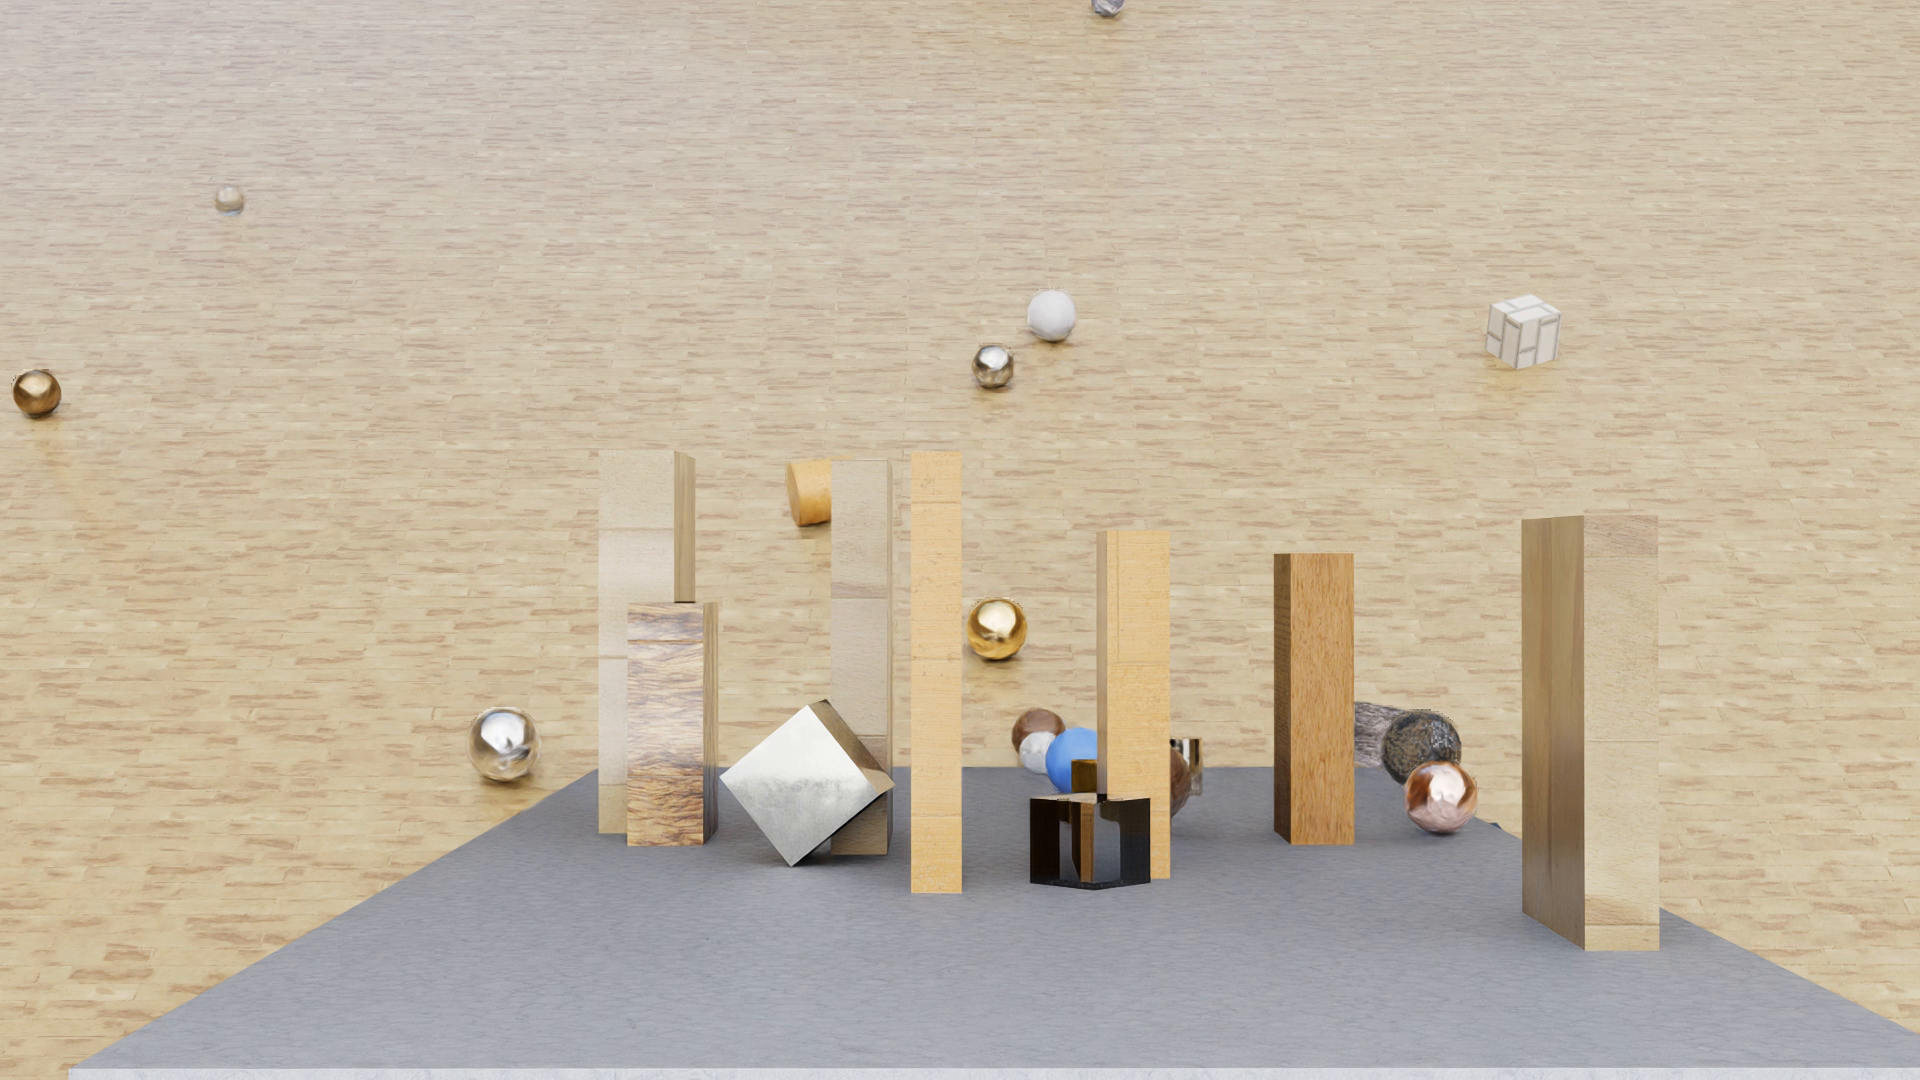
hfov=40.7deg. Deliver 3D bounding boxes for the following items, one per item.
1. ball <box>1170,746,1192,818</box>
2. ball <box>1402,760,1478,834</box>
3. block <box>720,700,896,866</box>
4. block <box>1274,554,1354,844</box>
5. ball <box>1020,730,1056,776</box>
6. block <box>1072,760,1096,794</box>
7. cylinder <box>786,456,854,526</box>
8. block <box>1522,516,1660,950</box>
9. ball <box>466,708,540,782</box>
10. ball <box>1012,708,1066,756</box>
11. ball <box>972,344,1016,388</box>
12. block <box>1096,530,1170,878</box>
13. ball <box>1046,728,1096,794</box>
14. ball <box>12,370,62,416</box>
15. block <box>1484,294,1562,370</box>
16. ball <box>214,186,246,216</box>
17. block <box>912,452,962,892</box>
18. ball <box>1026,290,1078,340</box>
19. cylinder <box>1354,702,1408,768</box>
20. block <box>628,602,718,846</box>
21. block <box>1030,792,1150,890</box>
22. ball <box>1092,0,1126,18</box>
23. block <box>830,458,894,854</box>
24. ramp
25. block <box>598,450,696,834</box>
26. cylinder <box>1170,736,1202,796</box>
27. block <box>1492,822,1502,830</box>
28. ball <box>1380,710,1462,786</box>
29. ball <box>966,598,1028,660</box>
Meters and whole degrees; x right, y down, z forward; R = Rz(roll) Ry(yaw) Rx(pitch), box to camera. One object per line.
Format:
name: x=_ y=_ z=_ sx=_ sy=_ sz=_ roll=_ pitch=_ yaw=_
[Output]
ball: x=0.385 y=0.489 z=5.252 sx=0.169 sy=0.169 sz=0.169 roll=0 pitch=31 yaw=0
ball: x=0.932 y=0.499 z=5.027 sx=0.144 sy=0.144 sz=0.144 roll=0 pitch=31 yaw=0
block: x=-0.267 y=0.427 z=4.588 sx=0.200 sy=0.200 sz=0.200 roll=-39 pitch=-5 yaw=5
block: x=0.678 y=0.298 z=4.973 sx=0.118 sy=0.545 sz=0.261 roll=0 pitch=-1 yaw=0
ball: x=0.202 y=0.529 z=6.438 sx=0.109 sy=0.109 sz=0.109 roll=0 pitch=31 yaw=0
block: x=0.306 y=0.517 z=5.376 sx=0.115 sy=0.115 sz=0.115 roll=0 pitch=-1 yaw=-17
cylinder: x=-0.414 y=-0.152 z=7.885 sx=0.191 sy=0.191 sz=0.191 roll=-8 pitch=32 yaw=-15
block: x=0.899 y=0.264 z=3.717 sx=0.101 sy=0.592 sz=0.392 roll=0 pitch=-1 yaw=0
ball: x=-1.191 y=0.535 z=6.763 sx=0.190 sy=0.190 sz=0.190 roll=0 pitch=31 yaw=0
ball: x=0.210 y=0.517 z=6.822 sx=0.147 sy=0.147 sz=0.147 roll=0 pitch=31 yaw=0
ball: x=0.111 y=-0.580 z=8.634 sx=0.145 sy=0.145 sz=0.145 roll=0 pitch=31 yaw=0
block: x=0.299 y=0.276 z=4.500 sx=0.105 sy=0.581 sz=0.335 roll=0 pitch=-1 yaw=0
ball: x=0.270 y=0.501 z=5.849 sx=0.155 sy=0.155 sz=0.155 roll=0 pitch=31 yaw=0
ball: x=-3.016 y=-0.481 z=8.466 sx=0.150 sy=0.150 sz=0.150 roll=0 pitch=31 yaw=0
block: x=1.919 y=-0.711 z=8.822 sx=0.172 sy=0.172 sz=0.172 roll=-16 pitch=35 yaw=-24
ball: x=-2.768 y=-1.283 z=9.816 sx=0.113 sy=0.113 sz=0.113 roll=0 pitch=31 yaw=0
block: x=-0.038 y=0.213 z=4.329 sx=0.081 sy=0.705 sz=0.378 roll=0 pitch=-1 yaw=0
ball: x=0.316 y=-0.773 z=8.922 sx=0.174 sy=0.174 sz=0.174 roll=0 pitch=31 yaw=0
cylinder: x=1.085 y=0.510 z=6.735 sx=0.156 sy=0.156 sz=0.156 roll=10 pitch=-2 yaw=0
block: x=-0.550 y=0.346 z=4.985 sx=0.141 sy=0.451 sz=0.309 roll=0 pitch=-1 yaw=0
block: x=0.214 y=0.494 z=4.264 sx=0.140 sy=0.140 sz=0.140 roll=-1 pitch=-1 yaw=44
ball: x=0.668 y=-2.430 z=11.657 sx=0.154 sy=0.154 sz=0.154 roll=0 pitch=31 yaw=0
block: x=-0.183 y=0.212 z=4.901 sx=0.102 sy=0.716 sz=0.429 roll=0 pitch=-1 yaw=0
ramp: x=0.070 y=0.618 z=4.699 sx=2.000 sy=0.100 sz=4.000 roll=0 pitch=-1 yaw=0
block: x=-0.632 y=0.200 z=5.261 sx=0.147 sy=0.747 sz=0.410 roll=0 pitch=-1 yaw=0
cylinder: x=0.492 y=0.516 z=5.922 sx=0.127 sy=0.127 sz=0.127 roll=0 pitch=-1 yaw=0
block: x=1.272 y=0.809 z=6.353 sx=0.151 sy=0.151 sz=0.151 roll=-8 pitch=32 yaw=-13
ball: x=1.066 y=0.488 z=5.986 sx=0.185 sy=0.185 sz=0.185 roll=0 pitch=31 yaw=0
ball: x=0.102 y=0.250 z=7.248 sx=0.173 sy=0.173 sz=0.173 roll=0 pitch=31 yaw=0
